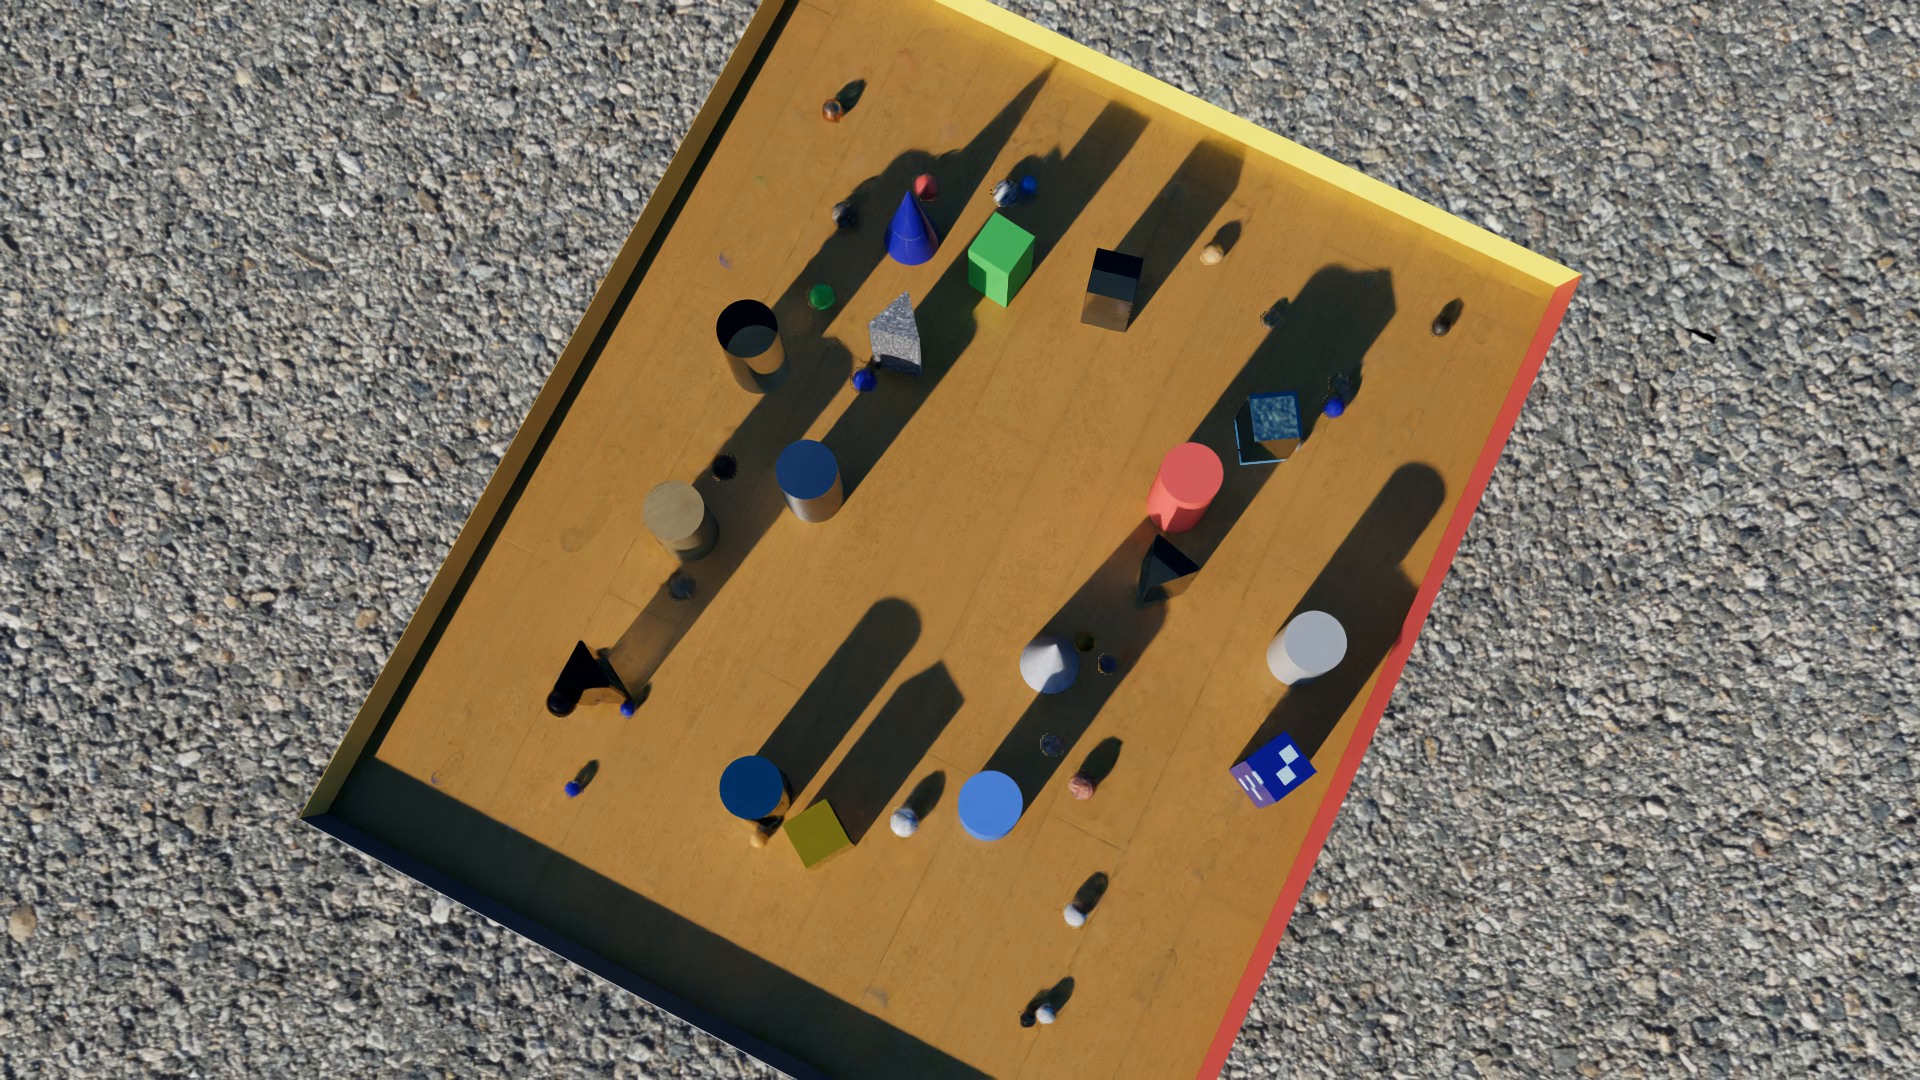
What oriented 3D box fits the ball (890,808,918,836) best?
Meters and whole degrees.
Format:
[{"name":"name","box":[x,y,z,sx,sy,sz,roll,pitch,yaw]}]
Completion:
[{"name":"ball","box":[-0.164,0.832,5.400,0.086,0.086,0.086,0,78,0]}]

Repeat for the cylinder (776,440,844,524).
[{"name":"cylinder","box":[-0.447,-0.173,5.487,0.180,0.323,0.180,0,78,0]}]

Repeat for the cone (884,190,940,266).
[{"name":"cone","box":[-0.152,-0.997,5.616,0.180,0.404,0.180,0,78,0]}]

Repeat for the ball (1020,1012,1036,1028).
[{"name":"ball","box":[0.196,1.388,5.305,0.048,0.048,0.048,0,78,0]}]

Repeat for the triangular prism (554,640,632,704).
[{"name":"triangular prism","box":[-1.068,0.387,5.349,0.156,0.368,0.135,-4,78,-1]}]

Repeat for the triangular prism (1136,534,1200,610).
[{"name":"triangular prism","box":[0.584,0.085,5.398,0.156,0.394,0.135,-19,79,-4]}]

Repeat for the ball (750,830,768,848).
[{"name":"ball","box":[-0.595,0.882,5.407,0.053,0.053,0.053,0,78,0]}]

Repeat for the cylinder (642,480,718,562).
[{"name":"cylinder","box":[-0.830,-0.054,5.464,0.180,0.320,0.180,0,78,0]}]

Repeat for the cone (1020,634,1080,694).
[{"name":"cone","box":[0.270,0.334,5.337,0.180,0.411,0.180,0,78,0]}]

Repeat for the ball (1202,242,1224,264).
[{"name":"ball","box":[0.797,-0.903,5.767,0.069,0.069,0.069,0,78,0]}]

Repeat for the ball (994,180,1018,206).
[{"name":"ball","box":[0.145,-1.101,5.803,0.080,0.080,0.080,0,78,0]}]

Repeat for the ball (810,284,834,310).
[{"name":"ball","box":[-0.432,-0.763,5.733,0.081,0.081,0.081,0,78,0]}]

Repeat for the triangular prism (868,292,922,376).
[{"name":"triangular prism","box":[-0.176,-0.632,5.559,0.156,0.367,0.135,17,79,3]}]

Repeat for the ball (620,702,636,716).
[{"name":"ball","box":[-0.994,0.506,5.488,0.046,0.046,0.046,0,78,0]}]

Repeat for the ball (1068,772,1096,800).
[{"name":"ball","box":[0.363,0.728,5.423,0.083,0.083,0.083,0,78,0]}]

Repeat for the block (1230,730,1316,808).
[{"name":"block","box":[0.903,0.669,5.312,0.144,0.326,0.144,-35,81,-7]}]

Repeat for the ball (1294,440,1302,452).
[{"name":"ball","box":[1.029,-0.296,5.646,0.049,0.049,0.049,0,78,0]}]

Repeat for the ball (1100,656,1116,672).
[{"name":"ball","box":[0.446,0.373,5.513,0.052,0.052,0.052,0,78,0]}]

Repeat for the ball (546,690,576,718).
[{"name":"ball","box":[-1.189,0.484,5.464,0.090,0.090,0.090,0,78,0]}]

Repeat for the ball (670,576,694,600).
[{"name":"ball","box":[-0.841,0.145,5.548,0.076,0.076,0.076,0,78,0]}]

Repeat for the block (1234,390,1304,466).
[{"name":"block","box":[0.931,-0.337,5.540,0.144,0.286,0.144,-5,78,-1]}]

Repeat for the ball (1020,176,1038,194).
[{"name":"ball","box":[0.217,-1.128,5.819,0.059,0.059,0.059,0,78,0]}]

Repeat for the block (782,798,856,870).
[{"name":"block","box":[-0.407,0.856,5.309,0.144,0.256,0.144,-30,80,-6]}]

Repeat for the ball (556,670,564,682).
[{"name":"ball","box":[-1.189,0.416,5.506,0.047,0.047,0.047,0,78,0]}]

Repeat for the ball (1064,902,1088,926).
[{"name":"ball","box":[0.339,1.094,5.354,0.070,0.070,0.070,0,78,0]}]

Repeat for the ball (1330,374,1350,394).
[{"name":"ball","box":[1.179,-0.485,5.686,0.065,0.065,0.065,0,78,0]}]

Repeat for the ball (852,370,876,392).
[{"name":"ball","box":[-0.296,-0.494,5.682,0.072,0.072,0.072,0,78,0]}]

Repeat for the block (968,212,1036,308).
[{"name":"block","box":[0.125,-0.858,5.637,0.144,0.308,0.144,33,80,6]}]

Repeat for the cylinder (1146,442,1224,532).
[{"name":"cylinder","box":[0.664,-0.151,5.440,0.180,0.406,0.180,0,78,0]}]

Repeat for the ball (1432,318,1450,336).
[{"name":"ball","box":[1.503,-0.665,5.724,0.058,0.058,0.058,0,78,0]}]

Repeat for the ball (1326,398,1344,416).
[{"name":"ball","box":[1.160,-0.412,5.668,0.059,0.059,0.059,0,78,0]}]

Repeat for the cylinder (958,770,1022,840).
[{"name":"cylinder","box":[0.085,0.768,5.274,0.180,0.360,0.180,0,78,0]}]

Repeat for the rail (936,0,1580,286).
[{"name":"rail","box":[0.708,-1.381,5.841,2.698,0.117,0.045,26,80,5]}]

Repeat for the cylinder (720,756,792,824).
[{"name":"cylinder","box":[-0.589,0.728,5.312,0.180,0.300,0.180,0,78,0]}]

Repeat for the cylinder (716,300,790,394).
[{"name":"cylinder","box":[-0.624,-0.581,5.545,0.180,0.375,0.180,0,78,0]}]

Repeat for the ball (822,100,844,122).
[{"name":"ball","box":[-0.408,-1.375,5.864,0.071,0.071,0.071,0,78,0]}]

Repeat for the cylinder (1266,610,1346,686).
[{"name":"cylinder","box":[1.017,0.322,5.393,0.180,0.307,0.180,0,78,0]}]

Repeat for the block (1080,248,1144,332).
[{"name":"block","box":[0.464,-0.764,5.627,0.144,0.289,0.144,14,79,3]}]

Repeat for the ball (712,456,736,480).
[{"name":"ball","box":[-0.725,-0.222,5.624,0.074,0.074,0.074,0,78,0]}]

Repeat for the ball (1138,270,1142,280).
[{"name":"ball","box":[0.529,-0.839,5.749,0.079,0.079,0.079,0,78,0]}]

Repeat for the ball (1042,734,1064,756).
[{"name":"ball","box":[0.277,0.610,5.459,0.061,0.061,0.061,0,78,0]}]

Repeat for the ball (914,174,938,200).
[{"name":"ball","box":[-0.107,-1.119,5.807,0.080,0.080,0.080,0,78,0]}]

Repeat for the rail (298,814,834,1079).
[{"name":"rail","box":[-0.708,1.393,5.268,2.698,0.117,0.045,26,80,5]}]

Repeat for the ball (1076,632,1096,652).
[{"name":"ball","box":[0.378,0.308,5.523,0.059,0.059,0.059,0,78,0]}]

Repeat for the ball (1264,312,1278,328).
[{"name":"ball","box":[0.972,-0.690,5.735,0.046,0.046,0.046,0,78,0]}]

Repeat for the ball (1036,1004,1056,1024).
[{"name":"ball","box":[0.251,1.371,5.303,0.058,0.058,0.058,0,78,0]}]

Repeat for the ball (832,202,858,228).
[{"name":"ball","box":[-0.365,-1.026,5.786,0.083,0.083,0.083,0,78,0]}]

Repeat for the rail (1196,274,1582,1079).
[{"name":"rail","box":[1.186,0.587,5.434,0.045,0.117,3.214,26,80,5]}]

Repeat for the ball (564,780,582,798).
[{"name":"ball","box":[-1.148,0.738,5.439,0.049,0.049,0.049,0,78,0]}]

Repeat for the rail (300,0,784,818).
[{"name":"rail","box":[-1.186,-0.574,5.674,0.045,0.117,3.214,26,80,5]}]
